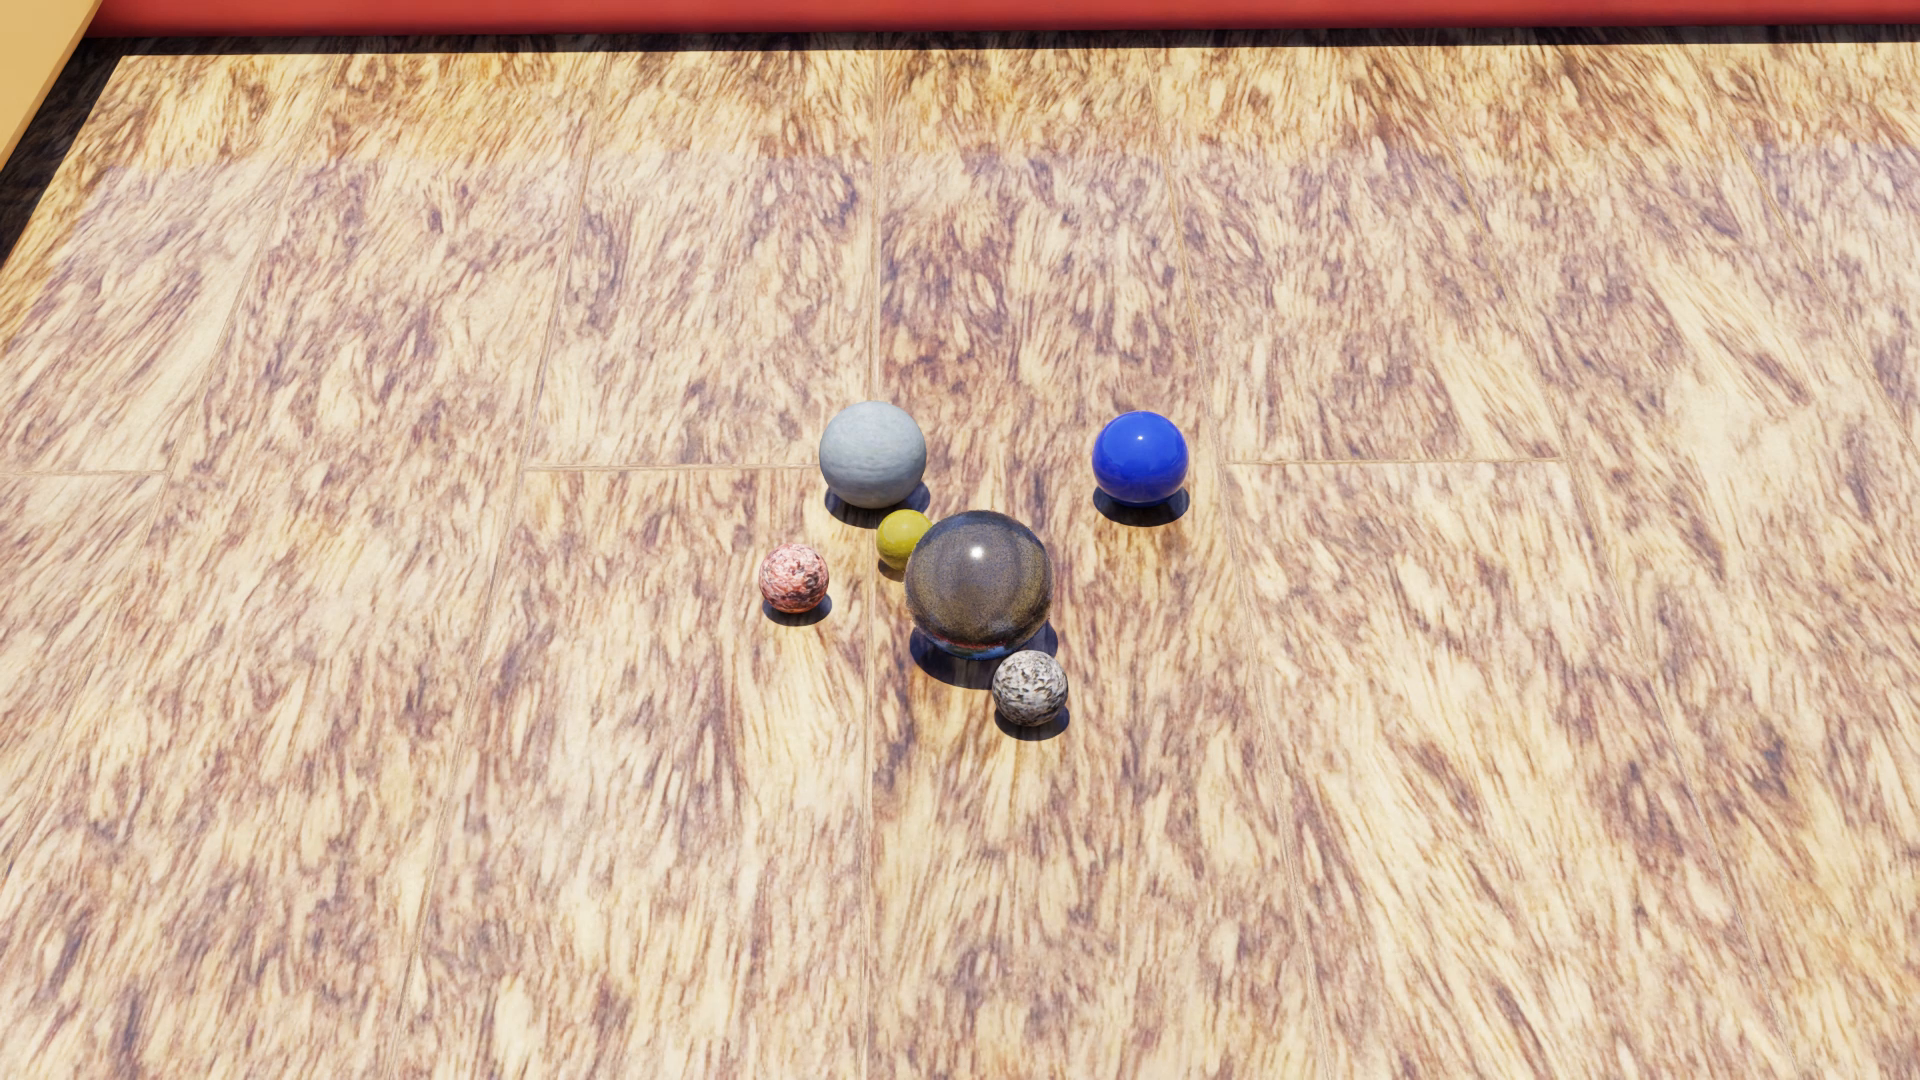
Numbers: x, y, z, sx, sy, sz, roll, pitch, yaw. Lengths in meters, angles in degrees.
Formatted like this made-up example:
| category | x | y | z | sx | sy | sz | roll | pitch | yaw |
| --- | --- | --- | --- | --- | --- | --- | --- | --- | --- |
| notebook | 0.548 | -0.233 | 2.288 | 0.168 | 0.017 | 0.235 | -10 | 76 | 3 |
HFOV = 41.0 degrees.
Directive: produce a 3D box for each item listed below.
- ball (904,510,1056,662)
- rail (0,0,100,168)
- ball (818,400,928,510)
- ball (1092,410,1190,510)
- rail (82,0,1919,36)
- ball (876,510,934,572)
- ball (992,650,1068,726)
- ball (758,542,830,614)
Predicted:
| category | x | y | z | sx | sy | sz | roll | pitch | yaw |
| --- | --- | --- | --- | --- | --- | --- | --- | --- | --- |
| ball | 0.012 | 0.029 | 1.637 | 0.097 | 0.097 | 0.097 | 0 | 36 | 0 |
| rail | -0.789 | -0.018 | 1.676 | 0.045 | 0.126 | 1.731 | -1 | 36 | -1 |
| ball | -0.060 | -0.059 | 1.776 | 0.075 | 0.075 | 0.075 | 0 | 36 | 0 |
| ball | 0.125 | -0.056 | 1.778 | 0.068 | 0.068 | 0.068 | 0 | 36 | 0 |
| rail | 0.799 | -0.528 | 2.380 | 3.252 | 0.126 | 0.045 | -1 | 36 | -1 |
| ball | -0.036 | 0.000 | 1.723 | 0.042 | 0.042 | 0.042 | 0 | 36 | 0 |
| ball | 0.044 | 0.092 | 1.592 | 0.048 | 0.048 | 0.048 | 0 | 36 | 0 |
| ball | -0.109 | 0.025 | 1.685 | 0.047 | 0.047 | 0.047 | 0 | 36 | 0 |
